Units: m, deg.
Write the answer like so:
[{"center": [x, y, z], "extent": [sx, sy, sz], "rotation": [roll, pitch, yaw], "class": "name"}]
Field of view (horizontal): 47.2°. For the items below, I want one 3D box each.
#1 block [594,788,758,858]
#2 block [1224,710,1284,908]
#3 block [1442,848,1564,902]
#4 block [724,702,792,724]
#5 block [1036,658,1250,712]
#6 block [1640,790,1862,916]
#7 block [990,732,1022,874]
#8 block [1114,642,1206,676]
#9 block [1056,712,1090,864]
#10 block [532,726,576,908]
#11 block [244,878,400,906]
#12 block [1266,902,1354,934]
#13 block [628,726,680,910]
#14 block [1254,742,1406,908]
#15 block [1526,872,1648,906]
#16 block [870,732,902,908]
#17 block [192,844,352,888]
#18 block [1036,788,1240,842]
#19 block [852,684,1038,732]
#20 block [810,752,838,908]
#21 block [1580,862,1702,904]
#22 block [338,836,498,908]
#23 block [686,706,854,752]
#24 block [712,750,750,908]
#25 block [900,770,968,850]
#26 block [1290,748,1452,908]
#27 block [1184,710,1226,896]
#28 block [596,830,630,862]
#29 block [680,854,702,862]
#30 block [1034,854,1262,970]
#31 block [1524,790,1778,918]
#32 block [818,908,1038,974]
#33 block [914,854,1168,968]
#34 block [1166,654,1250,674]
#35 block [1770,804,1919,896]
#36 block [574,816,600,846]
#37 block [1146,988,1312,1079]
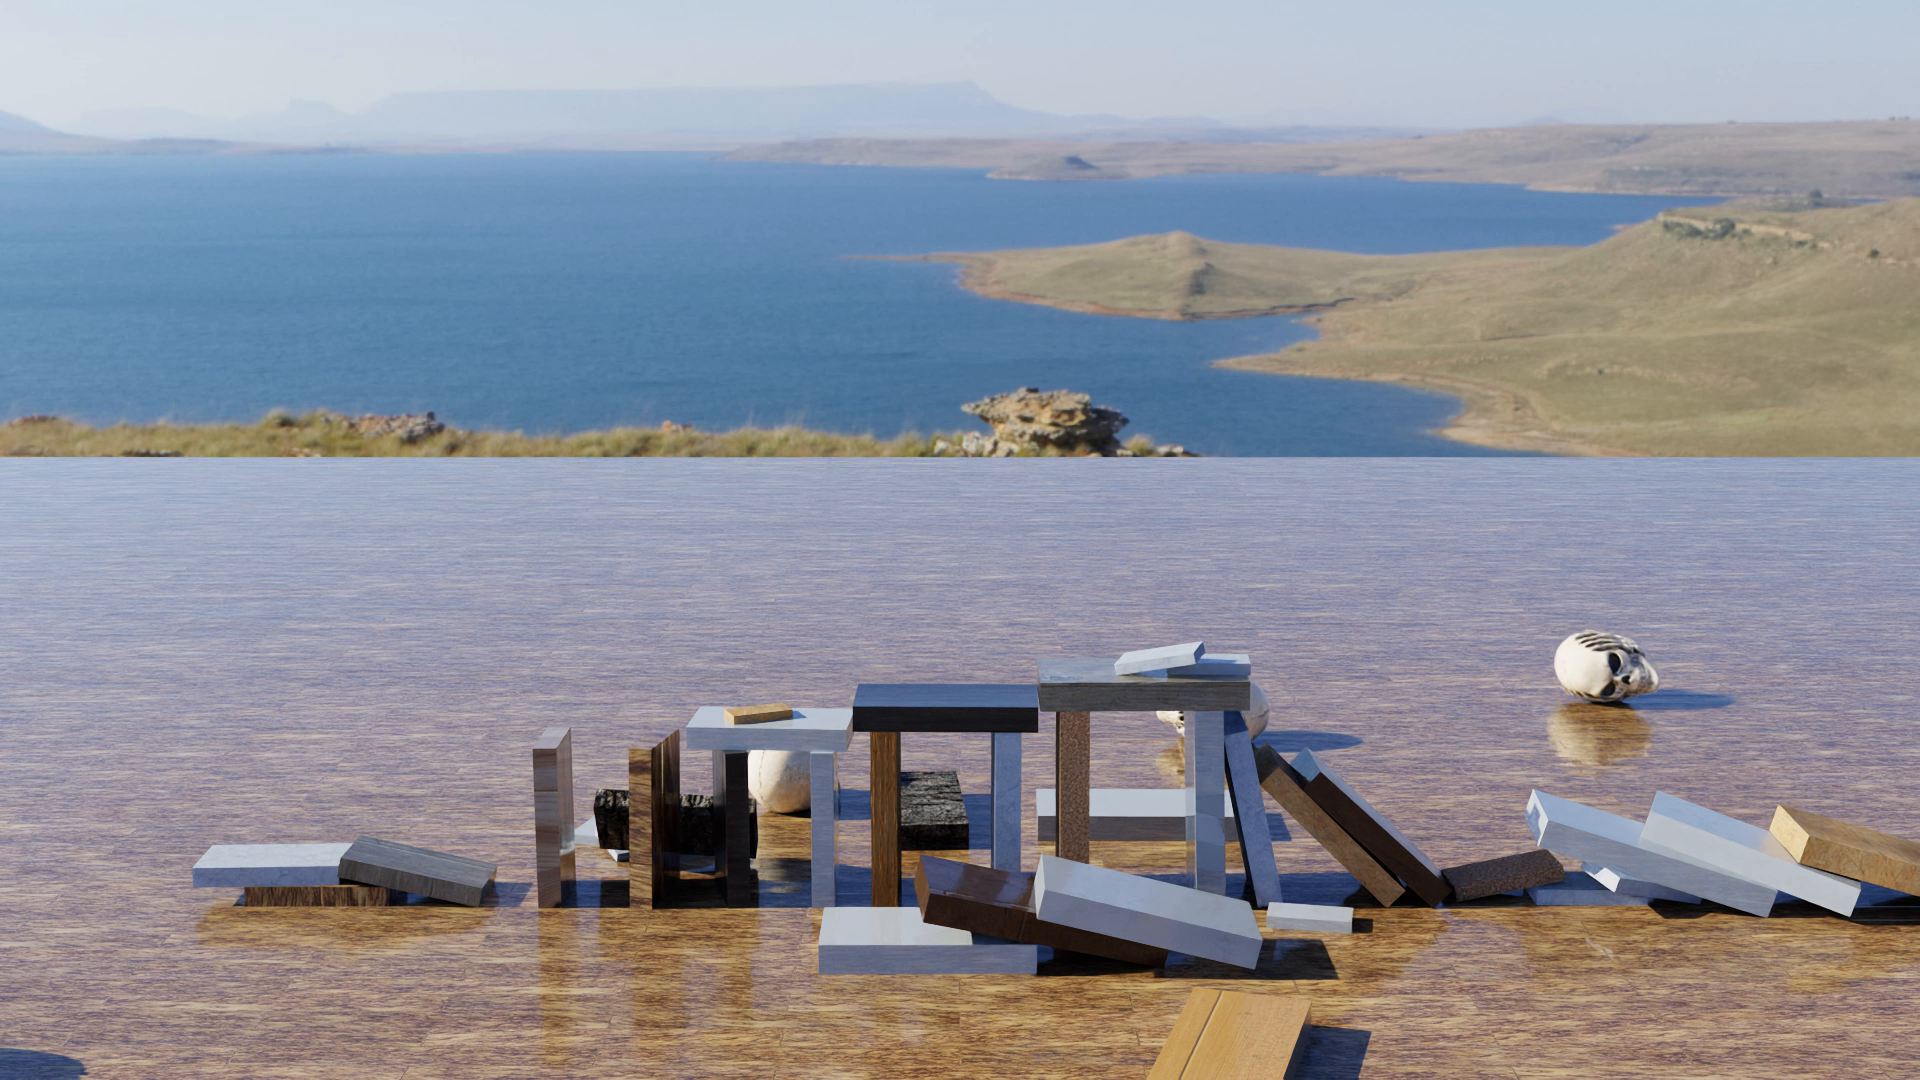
[{"center": [-0.485, 0.488, 3.775], "extent": [0.271, 0.135, 0.038], "rotation": [4, 52, 0], "class": "block"}, {"center": [0.477, 0.441, 3.646], "extent": [0.042, 0.299, 0.149], "rotation": [-12, 10, 2], "class": "block"}, {"center": [0.905, 0.559, 3.670], "extent": [0.182, 0.026, 0.091], "rotation": [-11, 10, 0], "class": "block"}, {"center": [-0.333, 0.286, 3.628], "extent": [0.102, 0.014, 0.051], "rotation": [-5, 12, -24], "class": "block"}, {"center": [0.297, 0.236, 3.604], "extent": [0.336, 0.048, 0.168], "rotation": [0, 11, 0], "class": "block"}, {"center": [1.310, 0.516, 3.644], "extent": [0.340, 0.048, 0.170], "rotation": [20, 13, 18], "class": "block"}, {"center": [0.076, 0.443, 3.643], "extent": [0.042, 0.299, 0.149], "rotation": [0, 11, -2], "class": "block"}, {"center": [0.324, 0.192, 3.568], "extent": [0.134, 0.019, 0.067], "rotation": [-10, 10, 22], "class": "block"}, {"center": [0.186, 0.425, 3.640], "extent": [0.048, 0.336, 0.168], "rotation": [0, 11, 0], "class": "block"}, {"center": [-0.671, 0.457, 3.641], "extent": [0.038, 0.271, 0.135], "rotation": [0, 11, 0], "class": "block"}, {"center": [-1.055, 0.574, 3.663], "extent": [0.236, 0.033, 0.118], "rotation": [0, 11, 0], "class": "block"}, {"center": [0.562, 0.606, 3.530], "extent": [0.134, 0.019, 0.067], "rotation": [2, 11, 11], "class": "block"}, {"center": [-0.505, 0.458, 3.638], "extent": [0.038, 0.271, 0.135], "rotation": [4, 11, 12], "class": "block"}, {"center": [0.607, 0.471, 3.651], "extent": [0.299, 0.042, 0.149], "rotation": [44, 8, -7], "class": "block"}, {"center": [1.039, 0.579, 3.656], "extent": [0.182, 0.026, 0.091], "rotation": [0, 11, 1], "class": "block"}, {"center": [-0.122, 0.443, 3.645], "extent": [0.042, 0.299, 0.149], "rotation": [0, 11, 1], "class": "block"}, {"center": [-1.140, 0.541, 3.660], "extent": [0.236, 0.033, 0.118], "rotation": [0, 11, -3], "class": "block"}, {"center": [0.326, 0.502, 4.016], "extent": [0.372, 0.047, 0.165], "rotation": [0, 11, 1], "class": "block"}, {"center": [-0.022, 0.275, 3.611], "extent": [0.299, 0.042, 0.149], "rotation": [0, 11, 1], "class": "block"}, {"center": [-0.224, 0.462, 3.642], "extent": [0.037, 0.262, 0.131], "rotation": [0, 11, 0], "class": "block"}, {"center": [1.123, 0.558, 3.615], "extent": [0.182, 0.026, 0.091], "rotation": [11, 13, -24], "class": "block"}, {"center": [-0.899, 0.550, 3.655], "extent": [0.236, 0.033, 0.118], "rotation": [13, 10, -2], "class": "block"}, {"center": [-0.310, 0.312, 3.631], "extent": [0.262, 0.037, 0.131], "rotation": [1, 11, 4], "class": "block"}, {"center": [-0.379, 0.462, 3.640], "extent": [0.037, 0.262, 0.131], "rotation": [-3, 11, -15], "class": "block"}, {"center": [-0.078, 0.496, 4.048], "extent": [0.165, 0.047, 0.329], "rotation": [-1, 11, -4], "class": "block"}, {"center": [0.679, 0.475, 3.648], "extent": [0.299, 0.042, 0.149], "rotation": [42, 8, -7], "class": "block"}, {"center": [0.405, 0.424, 3.640], "extent": [0.048, 0.336, 0.168], "rotation": [-2, 11, 0], "class": "block"}, {"center": [-0.600, 0.534, 3.880], "extent": [0.051, 0.014, 0.102], "rotation": [-6, 23, -30], "class": "block"}, {"center": [-0.495, 0.546, 3.855], "extent": [0.126, 0.018, 0.063], "rotation": [-10, 15, -43], "class": "block"}, {"center": [0.284, 0.566, 3.362], "extent": [0.336, 0.048, 0.168], "rotation": [13, 10, -2], "class": "block"}, {"center": [1.139, 0.517, 3.643], "extent": [0.382, 0.048, 0.170], "rotation": [17, 12, 3], "class": "block"}, {"center": [-0.049, 0.617, 3.394], "extent": [0.329, 0.047, 0.165], "rotation": [0, 11, 0], "class": "block"}, {"center": [0.124, 0.571, 3.391], "extent": [0.378, 0.048, 0.168], "rotation": [12, 10, -8], "class": "block"}, {"center": [0.405, 0.203, 3.595], "extent": [0.134, 0.019, 0.067], "rotation": [0, 11, 3], "class": "block"}, {"center": [1.532, 0.529, 3.628], "extent": [0.340, 0.048, 0.170], "rotation": [16, 11, 1], "class": "block"}, {"center": [-0.650, 0.524, 3.977], "extent": [0.063, 0.018, 0.126], "rotation": [3, 11, 14], "class": "block"}, {"center": [0.366, 0.696, 2.966], "extent": [0.168, 0.048, 0.336], "rotation": [3, 11, 16], "class": "block"}]
